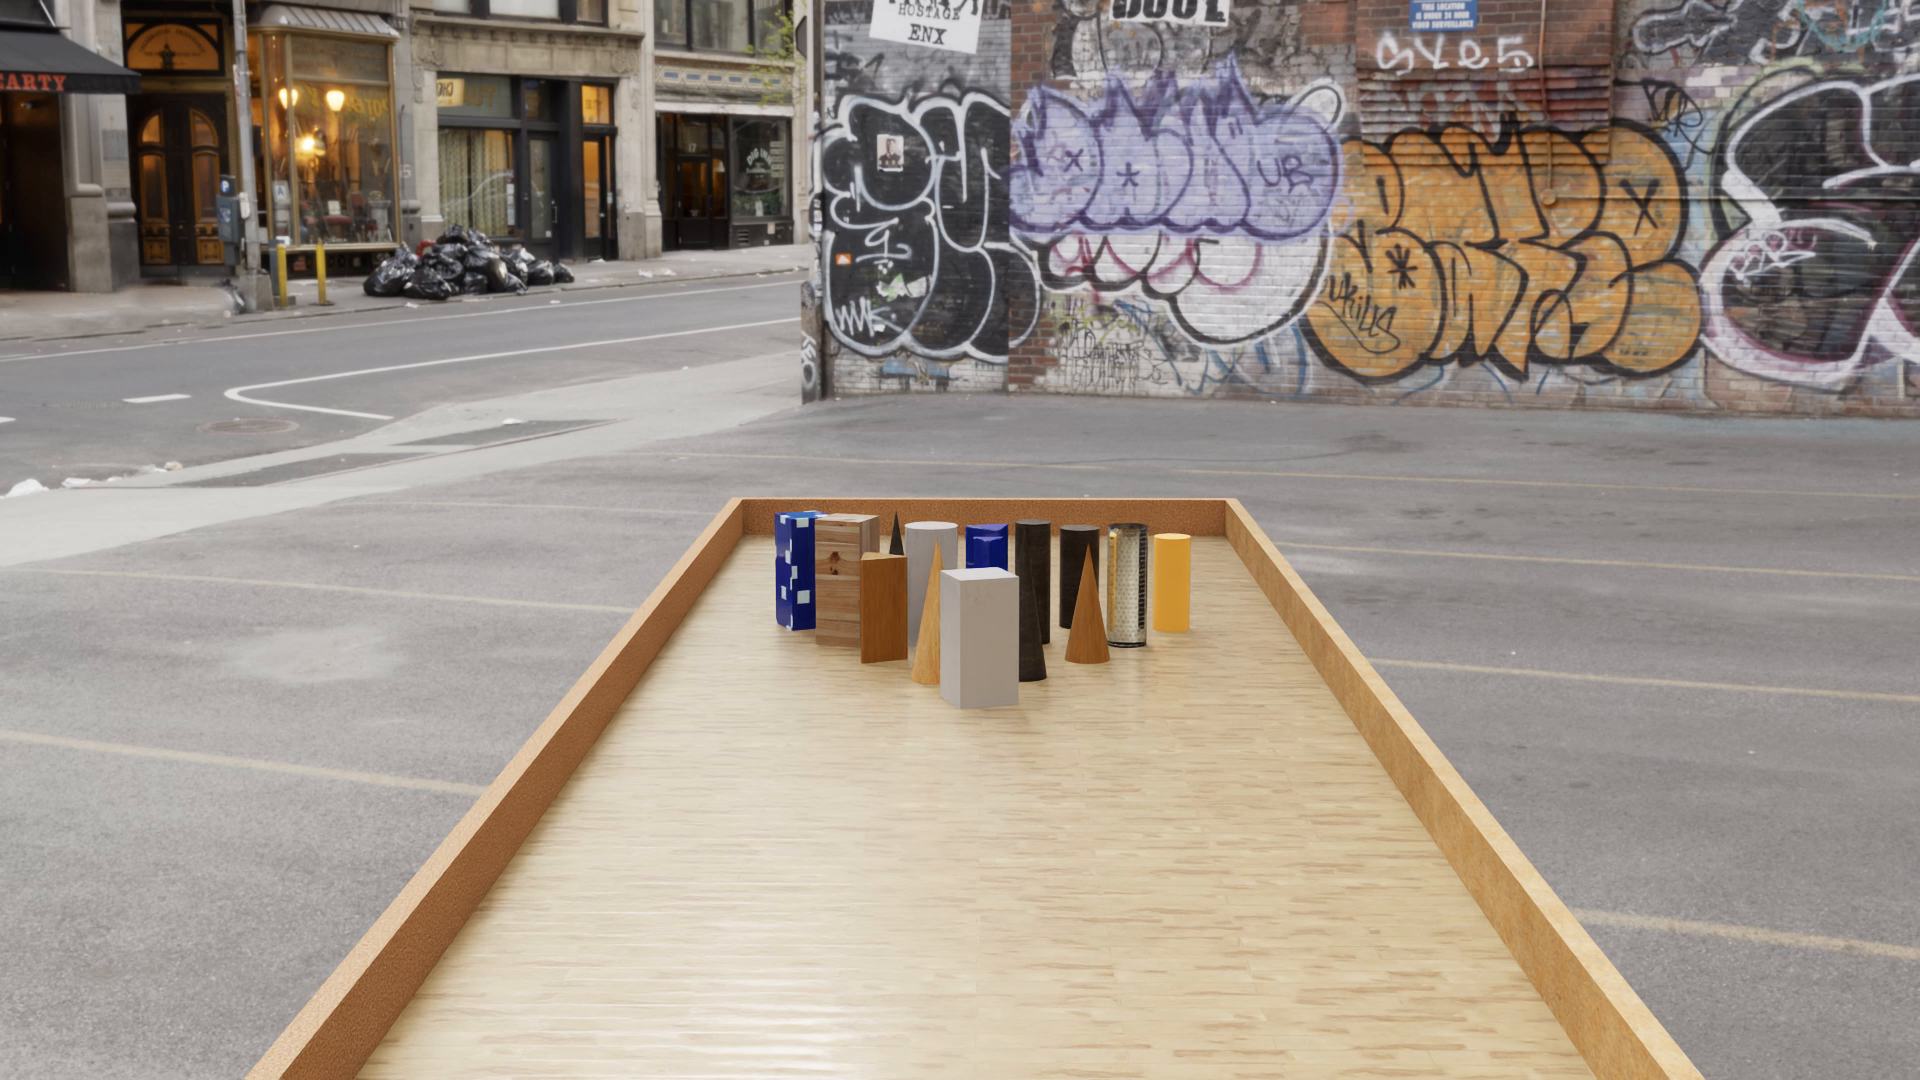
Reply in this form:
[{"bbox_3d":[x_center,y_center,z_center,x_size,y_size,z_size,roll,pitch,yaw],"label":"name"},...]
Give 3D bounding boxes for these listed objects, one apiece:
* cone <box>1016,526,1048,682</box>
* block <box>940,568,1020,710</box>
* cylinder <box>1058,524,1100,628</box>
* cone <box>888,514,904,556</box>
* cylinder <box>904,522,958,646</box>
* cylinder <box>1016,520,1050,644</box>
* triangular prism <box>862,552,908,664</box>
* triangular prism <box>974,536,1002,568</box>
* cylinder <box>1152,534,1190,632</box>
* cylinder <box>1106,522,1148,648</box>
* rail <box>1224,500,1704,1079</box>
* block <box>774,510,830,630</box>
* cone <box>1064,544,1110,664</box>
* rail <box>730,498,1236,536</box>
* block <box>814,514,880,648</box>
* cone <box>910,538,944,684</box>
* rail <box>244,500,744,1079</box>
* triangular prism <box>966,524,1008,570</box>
[{"bbox_3d":[0.188,0.179,6.435,0.136,0.453,0.136,0,9,0],"label":"cone"},{"bbox_3d":[0.054,0.272,6.142,0.172,0.361,0.172,-3,10,-19],"label":"block"},{"bbox_3d":[0.391,0.121,7.206,0.131,0.326,0.131,0,9,0],"label":"cylinder"},{"bbox_3d":[-0.207,0.093,7.167,0.133,0.392,0.133,0,9,0],"label":"cone"},{"bbox_3d":[-0.090,0.140,6.930,0.166,0.375,0.166,0,9,0],"label":"cylinder"},{"bbox_3d":[0.230,0.133,6.944,0.113,0.384,0.113,0,9,0],"label":"cylinder"},{"bbox_3d":[-0.258,0.202,6.719,0.154,0.317,0.134,-5,10,-27],"label":"triangular prism"},{"bbox_3d":[0.097,0.180,6.670,0.076,0.377,0.088,-5,10,-30],"label":"triangular prism"},{"bbox_3d":[0.690,0.138,7.165,0.118,0.304,0.118,0,9,0],"label":"cylinder"},{"bbox_3d":[0.525,0.142,6.911,0.127,0.376,0.127,0,9,0],"label":"cylinder"},{"bbox_3d":[1.046,0.843,3.208,0.050,0.150,12.000,0,9,1],"label":"rail"},{"bbox_3d":[-0.508,0.099,7.219,0.152,0.366,0.152,-4,10,-25],"label":"block"},{"bbox_3d":[0.389,0.185,6.686,0.139,0.362,0.139,0,9,0],"label":"cone"},{"bbox_3d":[0.099,-0.098,9.147,2.100,0.150,0.050,0,9,1],"label":"rail"},{"bbox_3d":[-0.354,0.126,6.945,0.153,0.397,0.153,4,10,22],"label":"block"},{"bbox_3d":[-0.065,0.198,6.411,0.163,0.422,0.163,0,9,0],"label":"cone"},{"bbox_3d":[-1.004,0.839,3.234,0.050,0.150,12.000,0,9,1],"label":"rail"},{"bbox_3d":[0.114,0.115,7.239,0.144,0.328,0.125,8,12,41],"label":"triangular prism"}]
